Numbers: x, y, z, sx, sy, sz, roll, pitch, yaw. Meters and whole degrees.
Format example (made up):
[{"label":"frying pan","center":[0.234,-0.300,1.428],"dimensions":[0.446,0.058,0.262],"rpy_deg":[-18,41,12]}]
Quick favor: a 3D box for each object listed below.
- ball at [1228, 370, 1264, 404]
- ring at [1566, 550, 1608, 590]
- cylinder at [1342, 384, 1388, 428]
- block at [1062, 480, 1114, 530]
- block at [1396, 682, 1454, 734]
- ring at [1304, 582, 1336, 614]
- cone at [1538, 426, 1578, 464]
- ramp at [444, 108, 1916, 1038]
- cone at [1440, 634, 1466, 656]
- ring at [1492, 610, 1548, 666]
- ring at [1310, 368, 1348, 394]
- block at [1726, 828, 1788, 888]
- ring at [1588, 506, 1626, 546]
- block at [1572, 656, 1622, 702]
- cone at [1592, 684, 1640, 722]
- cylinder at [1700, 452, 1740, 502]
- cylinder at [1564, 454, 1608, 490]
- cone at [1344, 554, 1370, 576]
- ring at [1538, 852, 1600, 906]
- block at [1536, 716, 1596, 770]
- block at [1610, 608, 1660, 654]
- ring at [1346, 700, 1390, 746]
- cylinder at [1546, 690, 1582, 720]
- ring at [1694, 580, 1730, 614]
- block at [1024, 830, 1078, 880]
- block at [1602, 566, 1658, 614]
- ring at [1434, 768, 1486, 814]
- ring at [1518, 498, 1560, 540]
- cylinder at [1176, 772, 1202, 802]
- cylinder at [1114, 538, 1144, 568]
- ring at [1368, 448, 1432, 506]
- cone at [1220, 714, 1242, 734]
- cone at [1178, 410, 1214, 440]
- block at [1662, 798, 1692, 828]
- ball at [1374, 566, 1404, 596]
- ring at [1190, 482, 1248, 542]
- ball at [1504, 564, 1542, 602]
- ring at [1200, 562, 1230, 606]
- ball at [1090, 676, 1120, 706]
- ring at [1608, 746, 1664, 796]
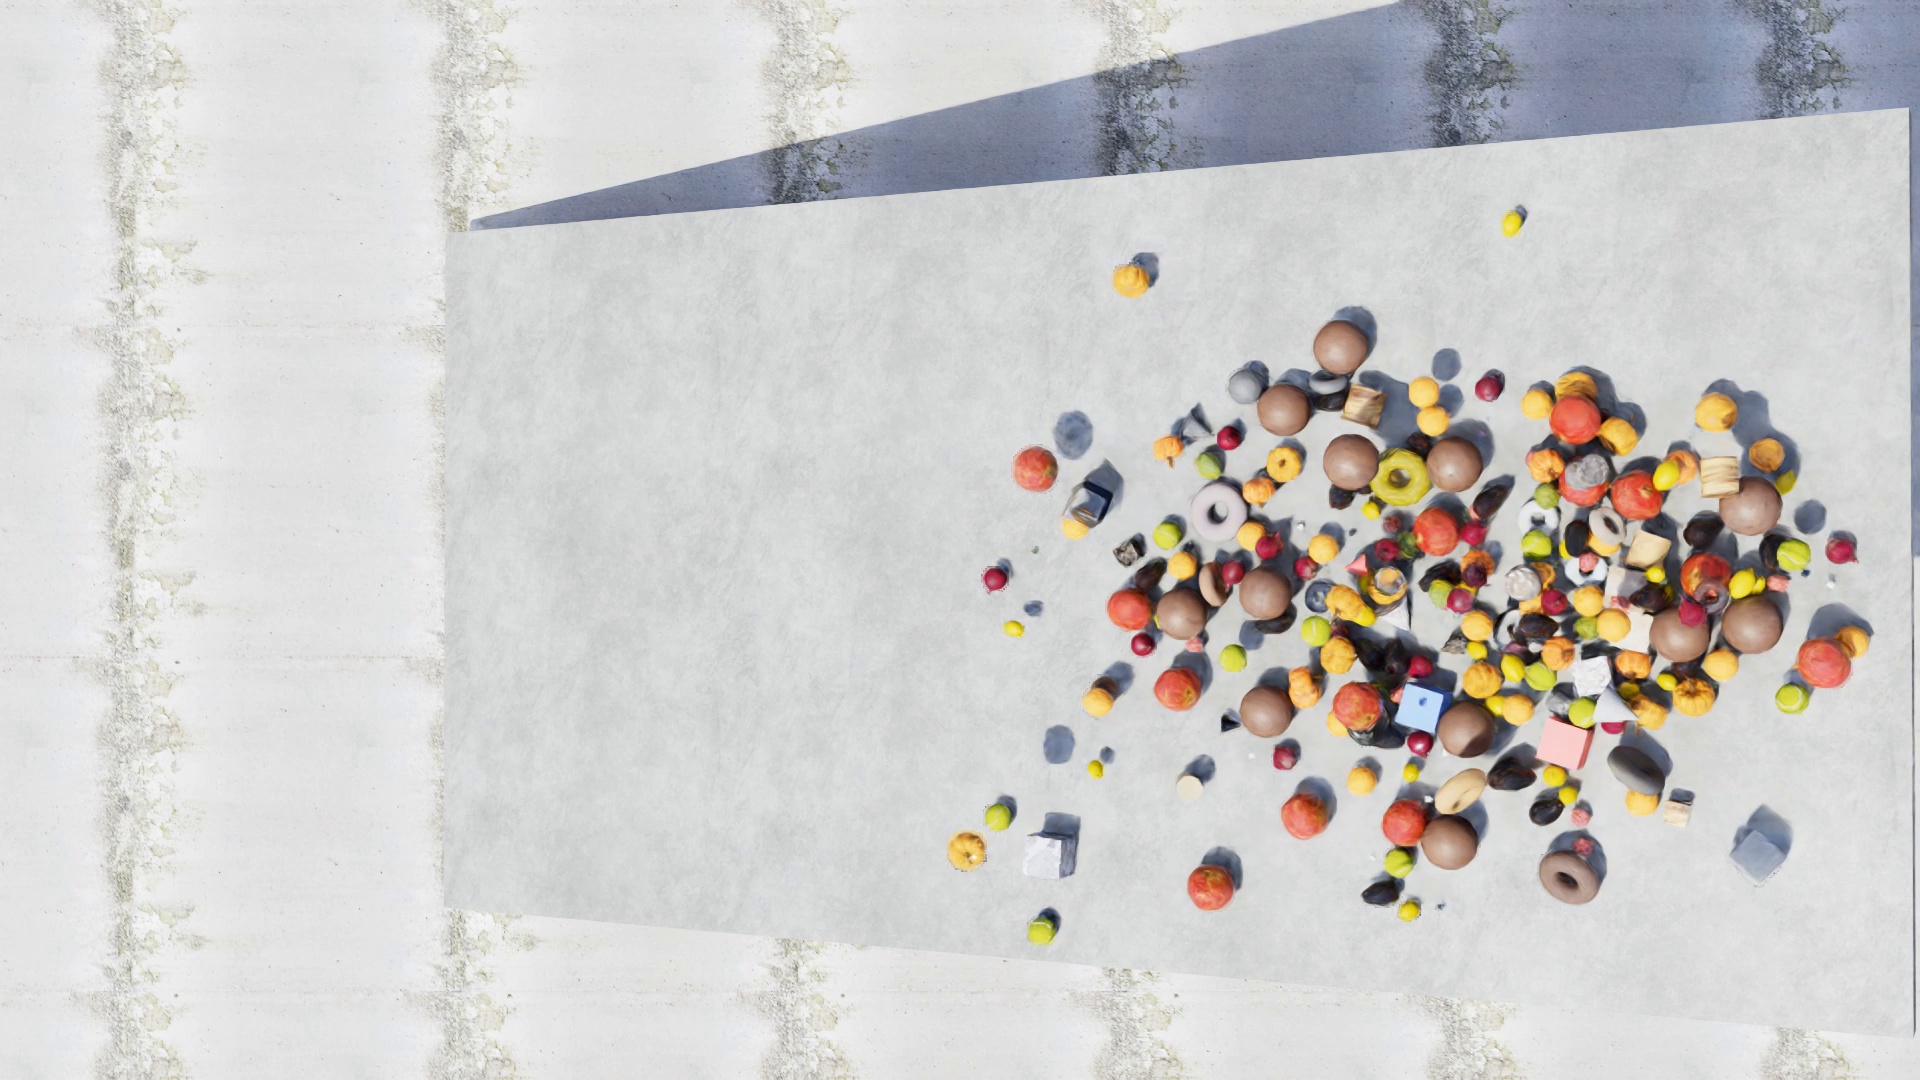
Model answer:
[{"label":"ball","center":[0.696,-0.372,5.357],"dimensions":[0.086,0.086,0.086],"rpy_deg":[0,89,0]},{"label":"ring","center":[1.424,0.068,4.999],"dimensions":[0.094,0.031,0.094],"rpy_deg":[2,108,7]},{"label":"cylinder","center":[0.960,-0.318,5.222],"dimensions":[0.088,0.088,0.088],"rpy_deg":[16,97,0]},{"label":"block","center":[0.320,-0.088,5.505],"dimensions":[0.082,0.082,0.082],"rpy_deg":[28,69,-11]},{"label":"block","center":[1.088,0.391,5.148],"dimensions":[0.092,0.092,0.092],"rpy_deg":[17,97,26]},{"label":"ring","center":[0.866,0.138,5.293],"dimensions":[0.080,0.027,0.080],"rpy_deg":[-8,74,30]},{"label":"cone","center":[1.389,-0.196,5.031],"dimensions":[0.093,0.093,0.093],"rpy_deg":[-41,99,0]},{"label":"ramp","center":[0.279,0.079,5.667],"dimensions":[4.000,0.100,2.000],"rpy_deg":[0,89,27]},{"label":"cone","center":[1.138,0.250,5.119],"dimensions":[0.053,0.053,0.053],"rpy_deg":[-18,89,-25]},{"label":"ring","center":[1.281,0.224,5.030],"dimensions":[0.143,0.048,0.143],"rpy_deg":[13,58,-22]},{"label":"ring","center":[0.884,-0.382,5.266],"dimensions":[0.094,0.094,0.031],"rpy_deg":[-14,120,0]},{"label":"block","center":[1.743,0.695,4.808],"dimensions":[0.090,0.090,0.090],"rpy_deg":[44,98,21]},{"label":"ring","center":[1.446,-0.032,4.910],"dimensions":[0.097,0.032,0.097],"rpy_deg":[16,54,-24]},{"label":"block","center":[1.439,0.313,4.971],"dimensions":[0.080,0.080,0.080],"rpy_deg":[-17,72,26]},{"label":"cone","center":[1.462,0.380,4.864],"dimensions":[0.092,0.092,0.092],"rpy_deg":[28,89,32]},{"label":"cylinder","center":[1.604,-0.132,4.645],"dimensions":[0.079,0.079,0.079],"rpy_deg":[11,65,0]},{"label":"cylinder","center":[1.391,-0.150,4.885],"dimensions":[0.070,0.070,0.070],"rpy_deg":[3,79,-16]},{"label":"cone","center":[0.935,0.065,5.209],"dimensions":[0.058,0.058,0.058],"rpy_deg":[-12,89,19]},{"label":"ring","center":[1.382,0.768,4.993],"dimensions":[0.143,0.143,0.048],"rpy_deg":[47,52,0]},{"label":"block","center":[1.378,0.460,4.999],"dimensions":[0.094,0.094,0.094],"rpy_deg":[18,98,26]},{"label":"block","center":[1.516,0.203,4.938],"dimensions":[0.084,0.084,0.084],"rpy_deg":[11,95,28]},{"label":"ring","center":[0.957,0.430,5.159],"dimensions":[0.111,0.037,0.111],"rpy_deg":[3,77,-11]},{"label":"cylinder","center":[1.375,0.376,5.012],"dimensions":[0.055,0.055,0.055],"rpy_deg":[-8,110,-23]},{"label":"ring","center":[1.637,0.124,4.793],"dimensions":[0.076,0.025,0.076],"rpy_deg":[0,90,7]},{"label":"block","center":[0.229,0.798,5.574],"dimensions":[0.098,0.098,0.098],"rpy_deg":[5,92,27]},{"label":"block","center":[1.506,0.111,4.940],"dimensions":[0.091,0.091,0.091],"rpy_deg":[12,95,26]},{"label":"ring","center":[1.120,0.563,4.920],"dimensions":[0.134,0.134,0.045],"rpy_deg":[-36,59,0]},{"label":"ring","center":[1.332,-0.048,5.064],"dimensions":[0.094,0.031,0.094],"rpy_deg":[0,91,26]},{"label":"cylinder","center":[0.562,0.604,5.398],"dimensions":[0.063,0.063,0.063],"rpy_deg":[0,94,4]},{"label":"cylinder","center":[0.423,0.034,5.508],"dimensions":[0.054,0.054,0.054],"rpy_deg":[-34,89,22]},{"label":"ring","center":[1.033,-0.148,5.164],"dimensions":[0.148,0.049,0.148],"rpy_deg":[9,120,16]},{"label":"cone","center":[0.668,0.452,5.385],"dimensions":[0.050,0.050,0.050],"rpy_deg":[5,89,20]},{"label":"cone","center":[0.594,-0.268,5.435],"dimensions":[0.083,0.083,0.083],"rpy_deg":[22,89,-2]},{"label":"block","center":[1.601,0.610,4.910],"dimensions":[0.051,0.051,0.051],"rpy_deg":[12,95,26]},{"label":"ball","center":[0.989,0.094,5.071],"dimensions":[0.070,0.070,0.070],"rpy_deg":[0,89,0]},{"label":"ring","center":[0.637,-0.068,5.405],"dimensions":[0.150,0.050,0.150],"rpy_deg":[-1,88,28]},{"label":"ball","center":[1.272,0.097,4.964],"dimensions":[0.085,0.085,0.085],"rpy_deg":[0,89,0]},{"label":"ring","center":[0.622,0.108,5.378],"dimensions":[0.037,0.111,0.111],"rpy_deg":[-13,89,34]},{"label":"ball","center":[0.364,0.380,5.523],"dimensions":[0.075,0.075,0.075],"rpy_deg":[0,89,0]},{"label":"ring","center":[1.509,0.514,4.906],"dimensions":[0.139,0.139,0.046],"rpy_deg":[30,118,0]}]
